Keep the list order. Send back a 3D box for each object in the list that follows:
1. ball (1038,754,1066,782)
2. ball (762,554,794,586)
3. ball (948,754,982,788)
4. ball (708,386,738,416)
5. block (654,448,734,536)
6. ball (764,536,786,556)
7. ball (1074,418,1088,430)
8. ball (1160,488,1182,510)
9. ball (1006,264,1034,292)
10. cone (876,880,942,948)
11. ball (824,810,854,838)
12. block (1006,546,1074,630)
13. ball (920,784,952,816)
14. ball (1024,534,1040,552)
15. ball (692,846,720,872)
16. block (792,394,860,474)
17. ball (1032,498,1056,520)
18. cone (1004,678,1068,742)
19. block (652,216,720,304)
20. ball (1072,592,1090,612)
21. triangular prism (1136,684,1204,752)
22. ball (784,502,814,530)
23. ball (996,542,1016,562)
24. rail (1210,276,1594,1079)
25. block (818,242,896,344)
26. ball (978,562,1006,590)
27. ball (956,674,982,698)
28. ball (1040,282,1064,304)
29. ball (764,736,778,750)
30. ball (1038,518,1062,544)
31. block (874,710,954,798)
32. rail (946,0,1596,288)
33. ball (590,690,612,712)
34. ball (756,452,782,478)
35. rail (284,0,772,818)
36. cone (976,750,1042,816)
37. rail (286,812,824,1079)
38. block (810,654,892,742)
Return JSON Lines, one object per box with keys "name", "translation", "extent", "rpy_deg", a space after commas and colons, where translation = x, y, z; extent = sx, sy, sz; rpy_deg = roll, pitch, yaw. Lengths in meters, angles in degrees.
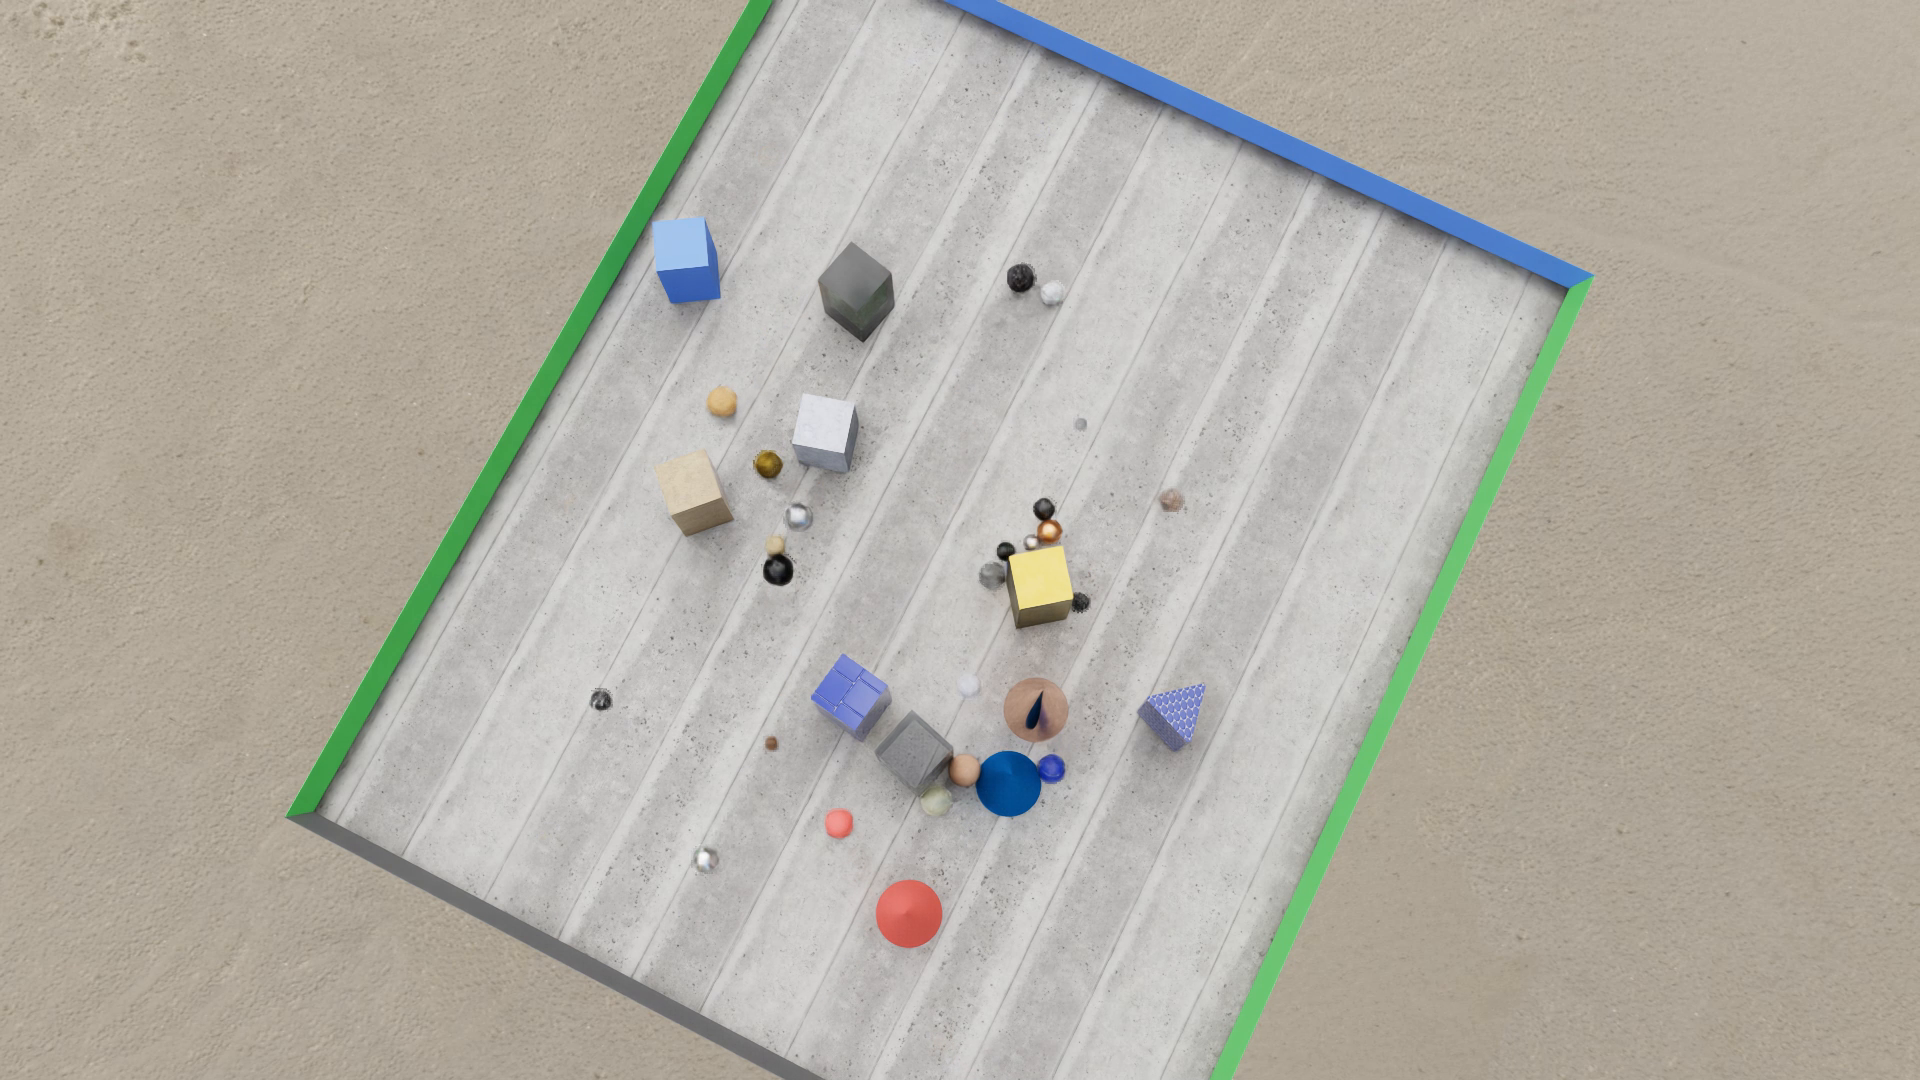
{"name": "ball", "translation": [0.272, 0.676, 5.435], "extent": [0.082, 0.082, 0.082], "rpy_deg": [0, 78, 0]}
{"name": "ball", "translation": [-0.550, 0.093, 5.548], "extent": [0.096, 0.096, 0.096], "rpy_deg": [0, 78, 0]}
{"name": "ball", "translation": [0.014, 0.682, 5.425], "extent": [0.098, 0.098, 0.098], "rpy_deg": [0, 78, 0]}
{"name": "ball", "translation": [-0.734, -0.428, 5.657], "extent": [0.094, 0.094, 0.094], "rpy_deg": [0, 78, 0]}
{"name": "block", "translation": [-0.794, -0.139, 5.489], "extent": [0.157, 0.307, 0.157], "rpy_deg": [-20, 79, -4]}
{"name": "ball", "translation": [-0.563, 0.019, 5.581], "extent": [0.063, 0.063, 0.063], "rpy_deg": [0, 78, 0]}
{"name": "ball", "translation": [0.375, -0.359, 5.670], "extent": [0.041, 0.041, 0.041], "rpy_deg": [0, 78, 0]}
{"name": "ball", "translation": [0.645, -0.124, 5.607], "extent": [0.069, 0.069, 0.069], "rpy_deg": [0, 78, 0]}
{"name": "ball", "translation": [0.189, -0.821, 5.741], "extent": [0.088, 0.088, 0.088], "rpy_deg": [0, 78, 0]}
{"name": "cone", "translation": [-0.150, 1.057, 5.186], "extent": [0.196, 0.415, 0.196], "rpy_deg": [0, 78, 0]}
{"name": "ball", "translation": [-0.356, 0.837, 5.400], "extent": [0.086, 0.086, 0.086], "rpy_deg": [0, 78, 0]}
{"name": "block", "translation": [0.231, 0.143, 5.400], "extent": [0.157, 0.366, 0.157], "rpy_deg": [-11, 79, -2]}
{"name": "ball", "translation": [-0.069, 0.769, 5.410], "extent": [0.093, 0.093, 0.093], "rpy_deg": [0, 78, 0]}
{"name": "ball", "translation": [0.219, 0.008, 5.588], "extent": [0.053, 0.053, 0.053], "rpy_deg": [0, 78, 0]}
{"name": "ball", "translation": [-0.747, 0.938, 5.382], "extent": [0.079, 0.079, 0.079], "rpy_deg": [0, 78, 0]}
{"name": "block", "translation": [-0.405, -0.321, 5.555], "extent": [0.157, 0.250, 0.157], "rpy_deg": [11, 79, 2]}
{"name": "ball", "translation": [0.257, -0.094, 5.601], "extent": [0.068, 0.068, 0.068], "rpy_deg": [0, 78, 0]}
{"name": "cone", "translation": [0.229, 0.461, 5.273], "extent": [0.196, 0.486, 0.196], "rpy_deg": [0, 78, 0]}
{"name": "block", "translation": [-0.840, -0.859, 5.643], "extent": [0.157, 0.296, 0.157], "rpy_deg": [-6, 78, -1]}
{"name": "ball", "translation": [0.364, 0.188, 5.549], "extent": [0.056, 0.056, 0.056], "rpy_deg": [0, 78, 0]}
{"name": "triangular prism", "translation": [0.642, 0.492, 5.350], "extent": [0.147, 0.322, 0.170], "rpy_deg": [-43, 81, -8]}
{"name": "ball", "translation": [-0.491, -0.072, 5.588], "extent": [0.086, 0.086, 0.086], "rpy_deg": [0, 78, 0]}
{"name": "ball", "translation": [0.140, 0.035, 5.579], "extent": [0.059, 0.059, 0.059], "rpy_deg": [0, 78, 0]}
{"name": "rail", "translation": [1.217, 0.603, 5.426], "extent": [0.045, 0.127, 3.238], "rpy_deg": [26, 80, 5]}
{"name": "block", "translation": [-0.314, -0.756, 5.617], "extent": [0.157, 0.306, 0.157], "rpy_deg": [39, 81, 7]}
{"name": "ball", "translation": [0.097, 0.108, 5.551], "extent": [0.084, 0.084, 0.084], "rpy_deg": [0, 78, 0]}
{"name": "ball", "translation": [0.027, 0.437, 5.488], "extent": [0.075, 0.075, 0.075], "rpy_deg": [0, 78, 0]}
{"name": "ball", "translation": [0.288, -0.772, 5.740], "extent": [0.072, 0.072, 0.072], "rpy_deg": [0, 78, 0]}
{"name": "ball", "translation": [-0.564, 0.607, 5.470], "extent": [0.041, 0.041, 0.041], "rpy_deg": [0, 78, 0]}
{"name": "ball", "translation": [0.273, -0.026, 5.583], "extent": [0.076, 0.076, 0.076], "rpy_deg": [0, 78, 0]}
{"name": "block", "translation": [-0.129, 0.622, 5.294], "extent": [0.157, 0.379, 0.157], "rpy_deg": [41, 81, 8]}
{"name": "rail", "translation": [0.713, -1.390, 5.838], "extent": [2.769, 0.127, 0.045], "rpy_deg": [26, 80, 5]}
{"name": "ball", "translation": [-1.075, 0.481, 5.485], "extent": [0.063, 0.063, 0.063], "rpy_deg": [0, 78, 0]}
{"name": "ball", "translation": [-0.586, -0.230, 5.623], "extent": [0.081, 0.081, 0.081], "rpy_deg": [0, 78, 0]}
{"name": "rail", "translation": [-1.217, -0.589, 5.672], "extent": [0.045, 0.127, 3.238], "rpy_deg": [26, 80, 5]}
{"name": "cone", "translation": [0.145, 0.690, 5.290], "extent": [0.196, 0.361, 0.196], "rpy_deg": [0, 78, 0]}
{"name": "rail", "translation": [-0.713, 1.404, 5.260], "extent": [2.769, 0.127, 0.045], "rpy_deg": [26, 80, 5]}
{"name": "block", "translation": [-0.313, 0.463, 5.334], "extent": [0.157, 0.366, 0.157], "rpy_deg": [35, 80, 7]}
